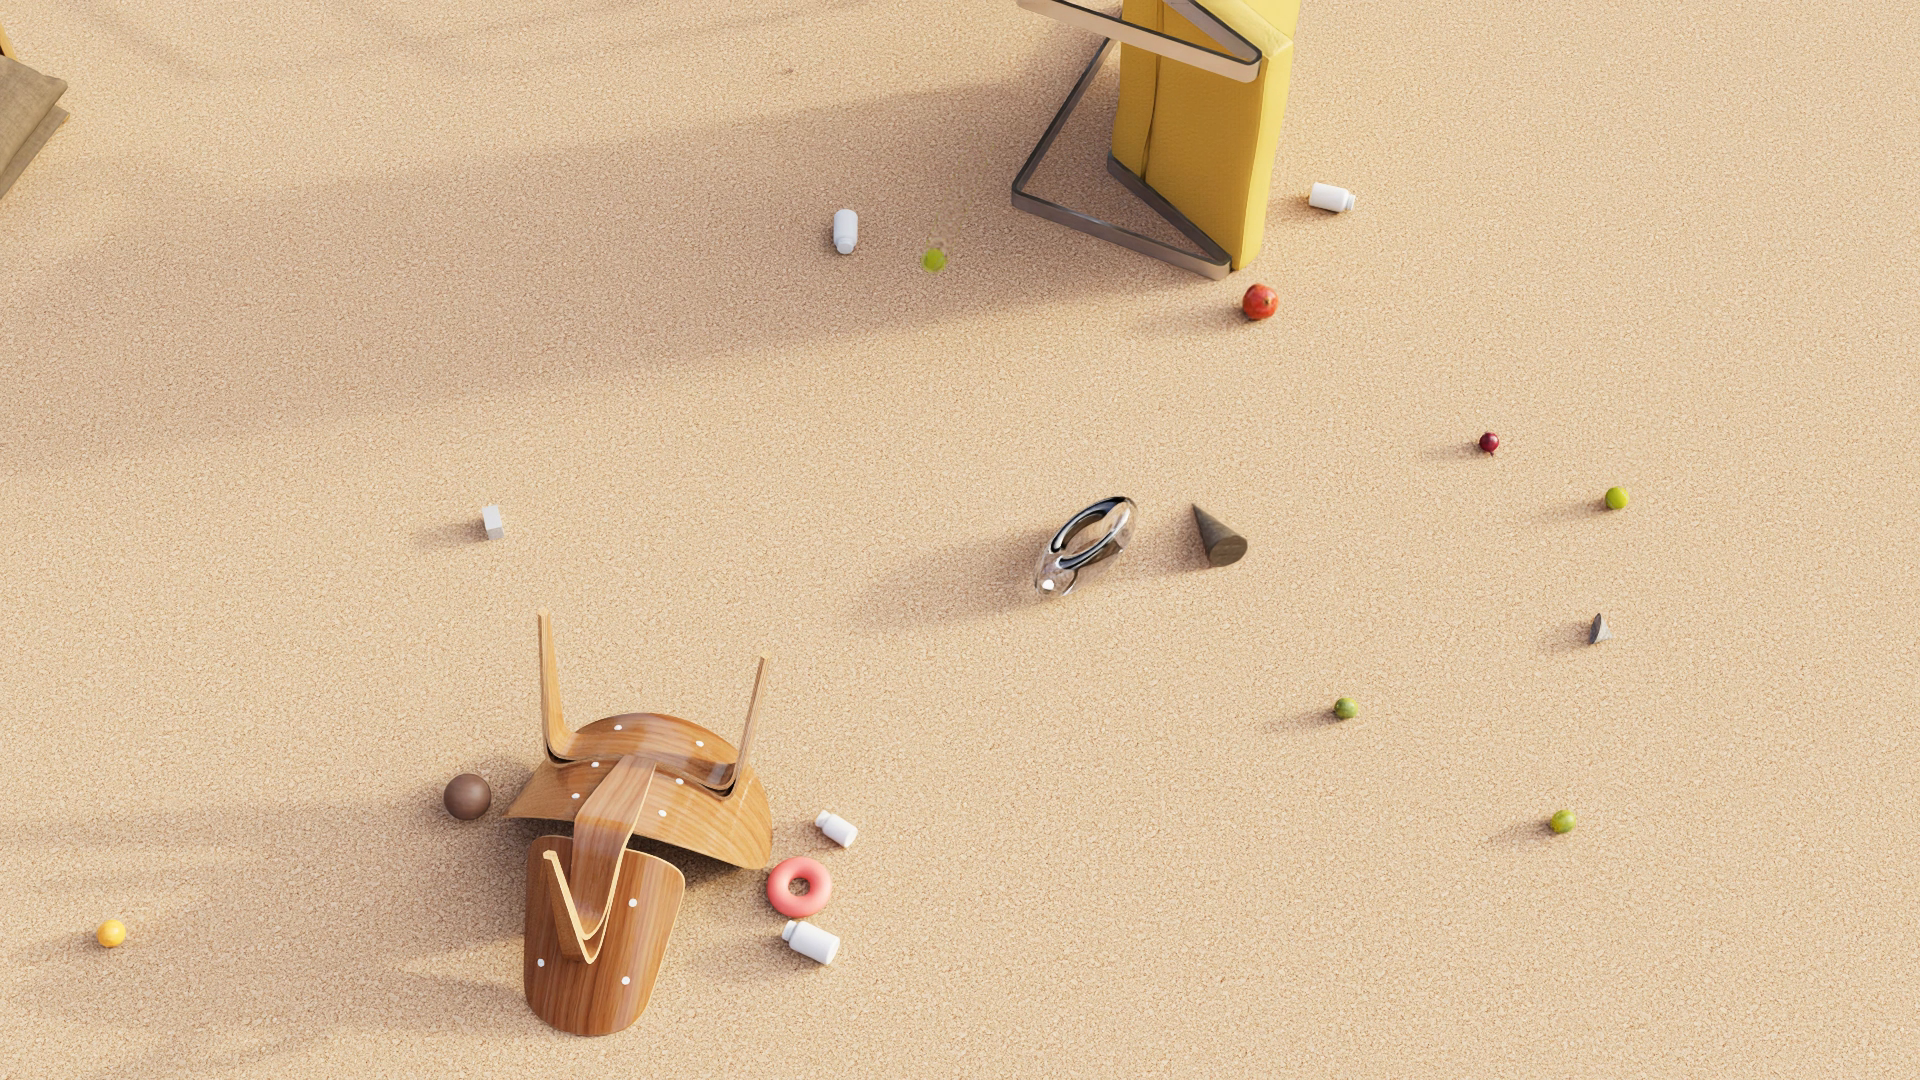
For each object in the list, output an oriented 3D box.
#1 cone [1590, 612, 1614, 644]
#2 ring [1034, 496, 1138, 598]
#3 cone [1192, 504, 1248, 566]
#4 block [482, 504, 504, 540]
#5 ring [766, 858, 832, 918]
[{"bbox_3d":[1.870,0.270,6.378,0.063,0.051,0.112,27,56,-9],"label":"cone"},{"bbox_3d":[0.372,0.018,6.472,0.173,0.153,0.420,38,63,25],"label":"ring"},{"bbox_3d":[0.746,-0.041,6.568,0.131,0.112,0.242,-2,38,-28],"label":"cone"},{"bbox_3d":[-1.395,-0.052,6.575,0.046,0.056,0.082,-14,57,-9],"label":"block"},{"bbox_3d":[-0.433,0.934,5.918,0.178,0.050,0.175,20,59,14],"label":"ring"}]
